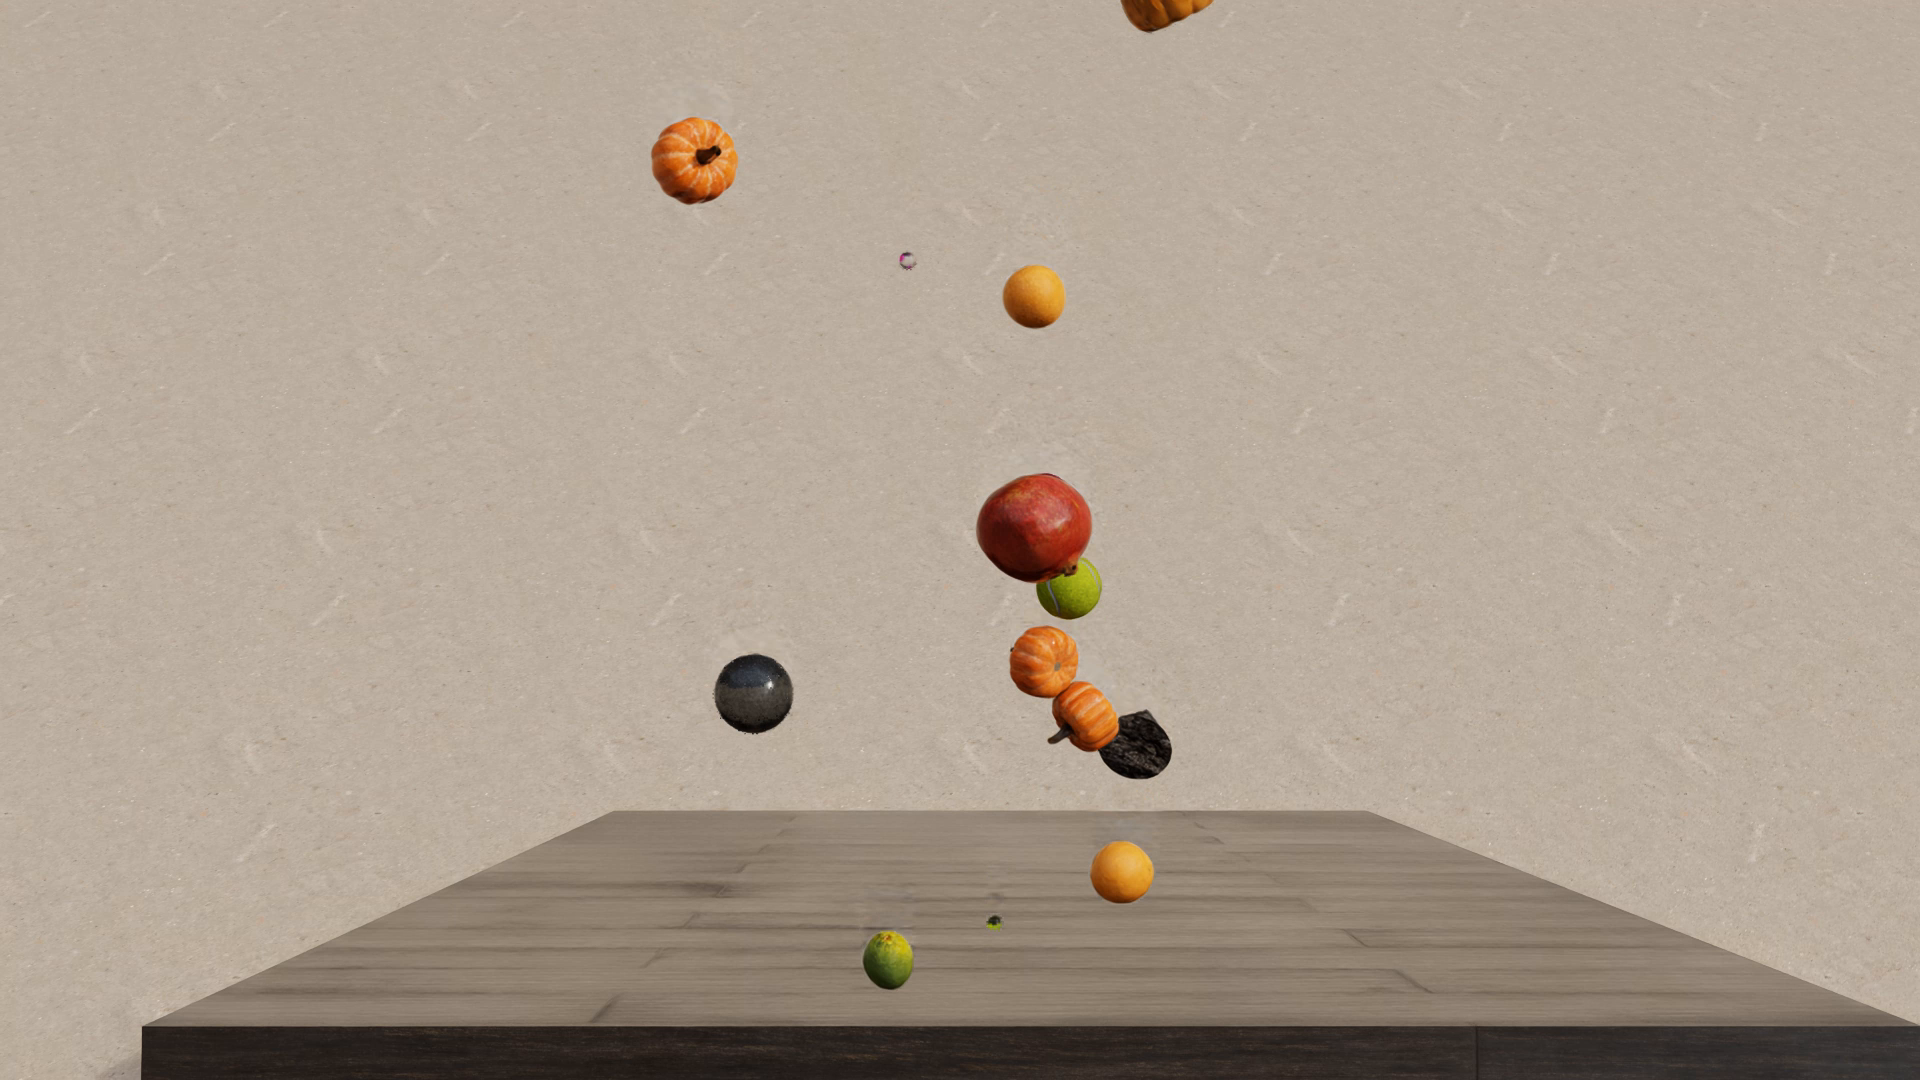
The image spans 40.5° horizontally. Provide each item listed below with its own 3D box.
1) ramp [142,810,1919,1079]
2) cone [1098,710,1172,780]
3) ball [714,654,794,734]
[{"bbox_3d":[0.081,0.683,4.917,2.000,0.100,4.000,0,-2,0],"label":"ramp"},{"bbox_3d":[0.220,0.229,3.161,0.090,0.090,0.090,8,29,11],"label":"cone"},{"bbox_3d":[-0.242,0.180,3.056,0.093,0.093,0.093,0,37,0],"label":"ball"}]
